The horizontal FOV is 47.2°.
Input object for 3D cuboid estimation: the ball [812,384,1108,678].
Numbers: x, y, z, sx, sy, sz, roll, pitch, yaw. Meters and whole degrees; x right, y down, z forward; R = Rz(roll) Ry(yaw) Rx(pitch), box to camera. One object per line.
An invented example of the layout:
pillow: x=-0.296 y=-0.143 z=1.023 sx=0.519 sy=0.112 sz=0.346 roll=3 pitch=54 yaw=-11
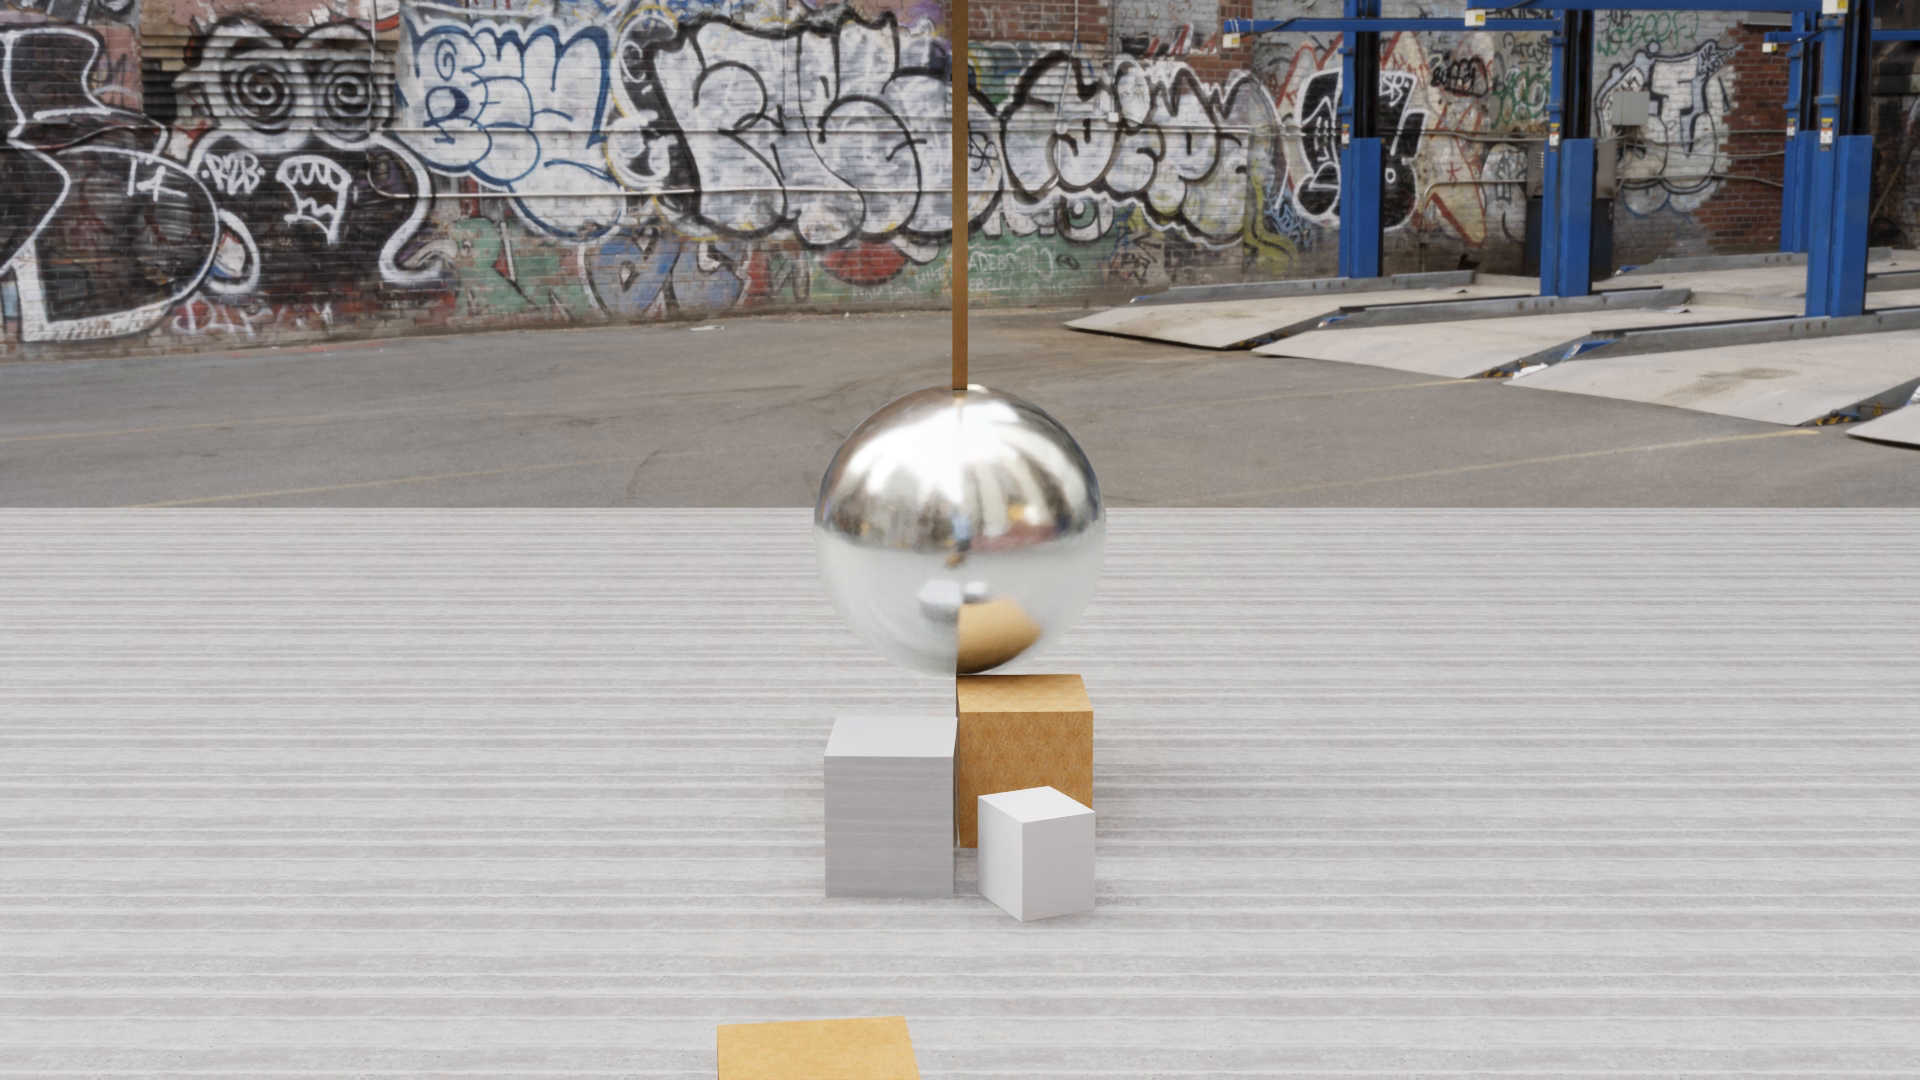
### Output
ball: x=0.000 y=-0.049 z=11.929 sx=1.600 sy=1.600 sz=1.600 roll=0 pitch=10 yaw=0

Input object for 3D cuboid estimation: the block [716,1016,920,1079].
block: x=-0.464 y=1.954 z=7.144 sx=0.628 sy=0.600 sz=0.563 roll=-1 pitch=10 yaw=-7

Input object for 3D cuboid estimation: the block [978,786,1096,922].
block: x=0.353 y=1.456 z=10.244 sx=0.379 sy=0.470 sz=0.455 roll=-5 pitch=11 yaw=-25

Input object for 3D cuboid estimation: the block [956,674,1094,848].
block: x=0.321 y=1.130 z=11.383 sx=0.663 sy=0.703 sz=0.779 roll=0 pitch=10 yaw=-2

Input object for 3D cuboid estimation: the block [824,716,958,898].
block: x=-0.322 y=1.279 z=10.609 sx=0.601 sy=0.688 sz=0.707 roll=0 pitch=10 yaw=2

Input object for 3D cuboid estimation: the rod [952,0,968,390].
rod: x=0.000 y=-3.292 z=10.910 sx=0.080 sy=5.200 sz=0.080 roll=0 pitch=17 yaw=0
